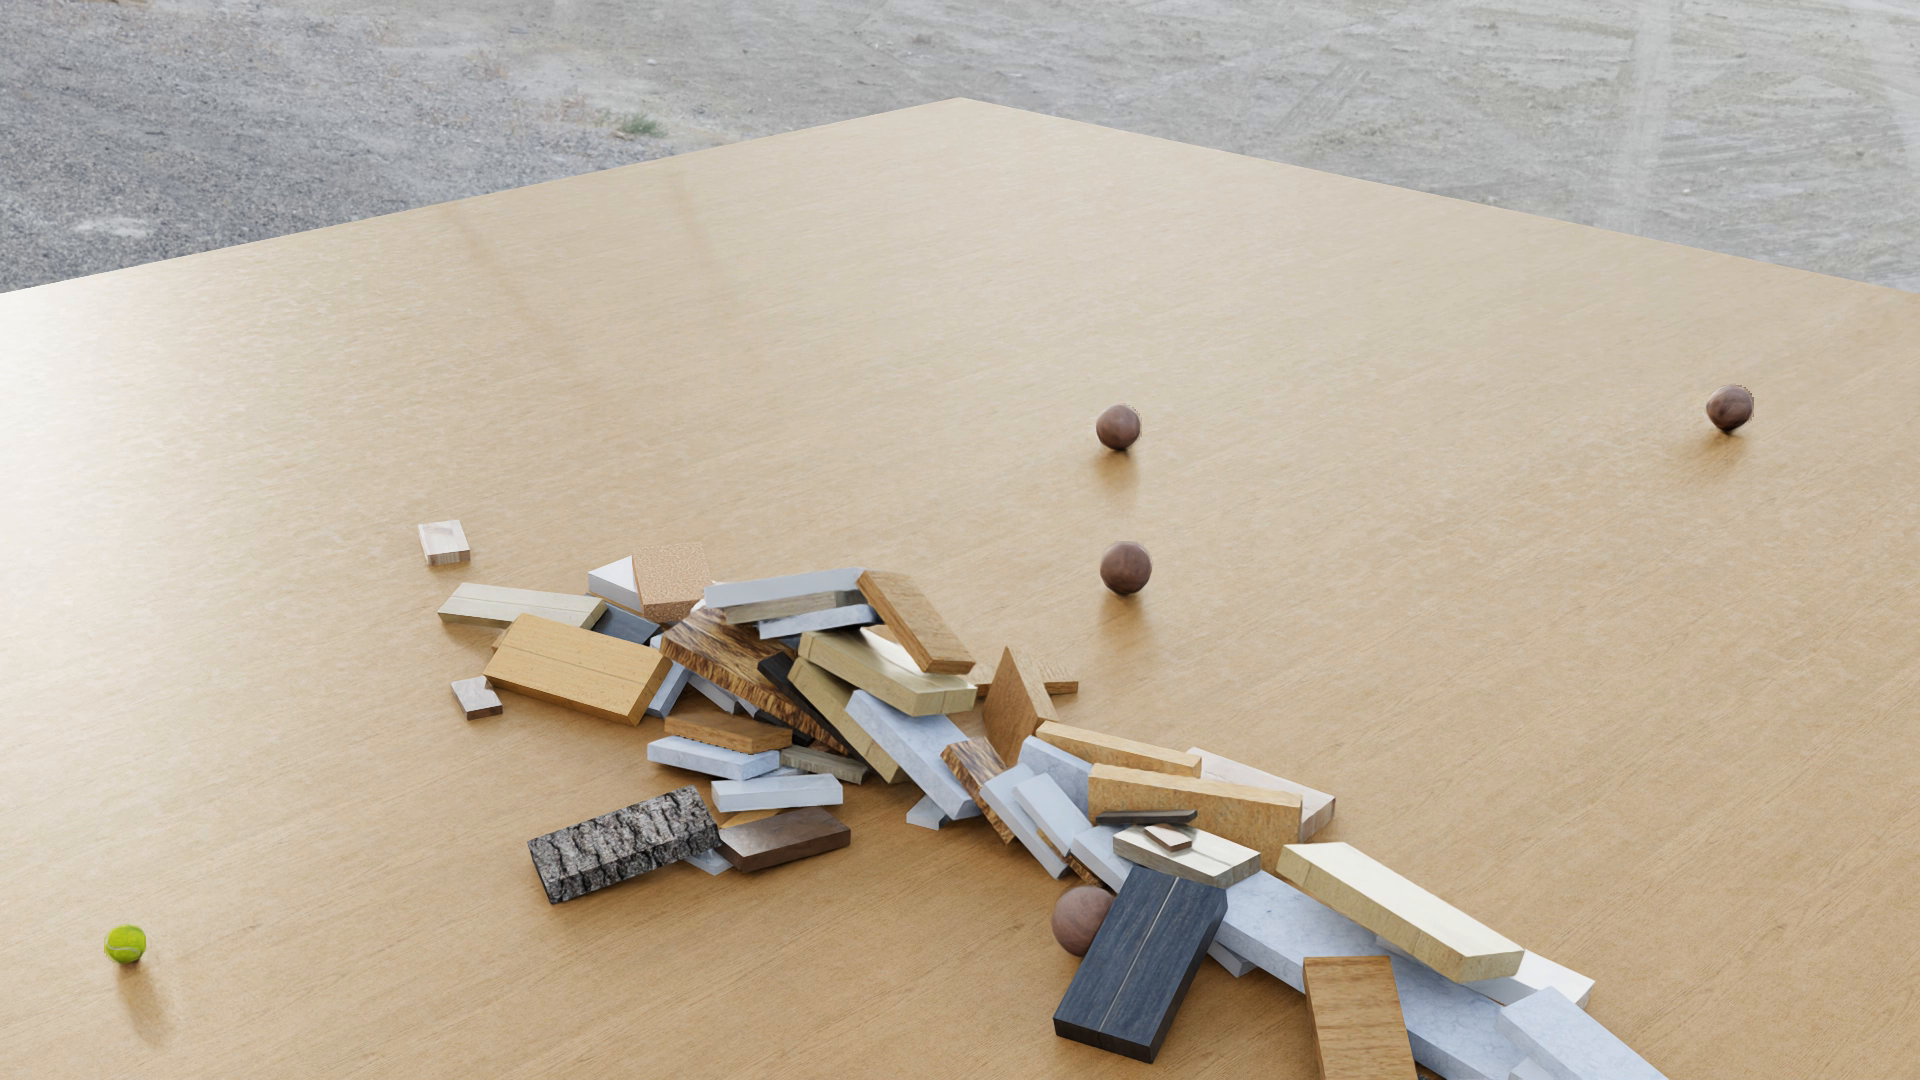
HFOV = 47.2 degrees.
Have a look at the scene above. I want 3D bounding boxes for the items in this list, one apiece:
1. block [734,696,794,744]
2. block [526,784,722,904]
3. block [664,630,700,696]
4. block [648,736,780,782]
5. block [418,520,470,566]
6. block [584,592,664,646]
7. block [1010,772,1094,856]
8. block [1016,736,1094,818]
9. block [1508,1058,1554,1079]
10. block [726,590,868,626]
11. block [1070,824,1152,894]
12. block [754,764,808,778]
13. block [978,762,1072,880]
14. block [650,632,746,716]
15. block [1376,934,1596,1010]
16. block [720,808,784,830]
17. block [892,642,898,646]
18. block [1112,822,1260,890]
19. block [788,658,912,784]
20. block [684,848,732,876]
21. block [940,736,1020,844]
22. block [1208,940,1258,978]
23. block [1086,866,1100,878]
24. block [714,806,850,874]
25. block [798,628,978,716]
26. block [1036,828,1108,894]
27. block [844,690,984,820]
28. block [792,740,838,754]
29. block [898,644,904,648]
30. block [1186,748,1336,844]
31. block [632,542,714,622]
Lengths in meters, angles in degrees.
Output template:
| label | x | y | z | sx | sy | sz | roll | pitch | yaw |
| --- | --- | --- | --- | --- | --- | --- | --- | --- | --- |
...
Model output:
| label | x | y | z | sx | sy | sz | roll | pitch | yaw |
| --- | --- | --- | --- | --- | --- | --- | --- | --- | --- |
| block | -0.399 | 0.374 | 4.773 | 0.090 | 0.025 | 0.180 | -19 | 49 | -38 |
| block | -0.649 | 0.586 | 4.248 | 0.340 | 0.048 | 0.170 | -18 | 27 | -16 |
| block | -0.665 | 0.275 | 5.063 | 0.278 | 0.039 | 0.139 | 20 | 30 | 39 |
| block | -0.516 | 0.450 | 4.593 | 0.250 | 0.035 | 0.125 | 8 | 12 | 32 |
| block | -1.339 | 0.006 | 5.708 | 0.107 | 0.030 | 0.213 | -8 | 24 | -18 |
| block | -0.817 | 0.220 | 5.087 | 0.278 | 0.039 | 0.139 | 19 | 59 | 41 |
| block | 0.185 | 0.529 | 4.245 | 0.086 | 0.024 | 0.171 | -17 | 53 | -39 |
| block | 0.221 | 0.491 | 4.386 | 0.232 | 0.116 | 0.033 | 24 | 29 | 18 |
| block | 1.058 | 0.915 | 3.462 | 0.355 | 0.050 | 0.177 | 31 | 37 | 34 |
| block | -0.355 | 0.148 | 4.771 | 0.276 | 0.039 | 0.138 | -9 | -6 | 26 |
| block | 0.340 | 0.626 | 4.134 | 0.127 | 0.036 | 0.254 | -18 | 44 | -38 |
| block | -0.389 | 0.485 | 4.594 | 0.130 | 0.018 | 0.065 | -16 | 28 | -33 |
| block | 0.155 | 0.547 | 4.293 | 0.116 | 0.033 | 0.232 | -22 | 60 | -42 |
| block | -0.553 | 0.284 | 4.949 | 0.278 | 0.039 | 0.139 | 34 | 38 | 29 |
| block | 0.916 | 0.737 | 3.834 | 0.345 | 0.049 | 0.172 | 23 | 14 | 25 |
| block | -0.416 | 0.564 | 4.409 | 0.065 | 0.018 | 0.131 | 14 | 26 | 29 |
| block | -0.197 | 0.301 | 4.955 | 0.104 | 0.029 | 0.208 | 2 | 32 | 1 |
| block | 0.419 | 0.581 | 4.081 | 0.127 | 0.036 | 0.254 | -18 | 23 | -38 |
| block | -0.185 | 0.369 | 4.602 | 0.178 | 0.050 | 0.356 | -2 | 36 | -48 |
| block | -0.501 | 0.611 | 4.297 | 0.136 | 0.019 | 0.068 | 19 | 29 | 37 |
| block | 0.071 | 0.497 | 4.371 | 0.116 | 0.033 | 0.232 | -5 | 49 | -51 |
| block | 0.461 | 0.685 | 4.018 | 0.127 | 0.036 | 0.254 | -19 | 44 | -39 |
| block | 0.332 | 0.643 | 4.160 | 0.086 | 0.024 | 0.171 | -21 | 45 | -41 |
| block | -0.350 | 0.584 | 4.309 | 0.244 | 0.035 | 0.122 | -10 | 23 | -34 |
| block | -0.154 | 0.273 | 4.598 | 0.356 | 0.050 | 0.178 | 25 | 17 | 40 |
| block | 0.237 | 0.597 | 4.231 | 0.085 | 0.024 | 0.171 | -24 | 58 | -43 |
| block | -0.057 | 0.428 | 4.486 | 0.178 | 0.050 | 0.356 | -2 | 37 | -49 |
| block | -0.327 | 0.419 | 4.700 | 0.065 | 0.018 | 0.131 | -20 | 47 | -38 |
| block | -0.164 | 0.278 | 5.068 | 0.208 | 0.029 | 0.104 | -6 | 24 | -14 |
| block | 0.570 | 0.523 | 4.466 | 0.338 | 0.048 | 0.169 | 17 | 29 | 35 |
| block | -0.695 | 0.101 | 5.335 | 0.173 | 0.049 | 0.346 | -5 | 24 | -12 |
